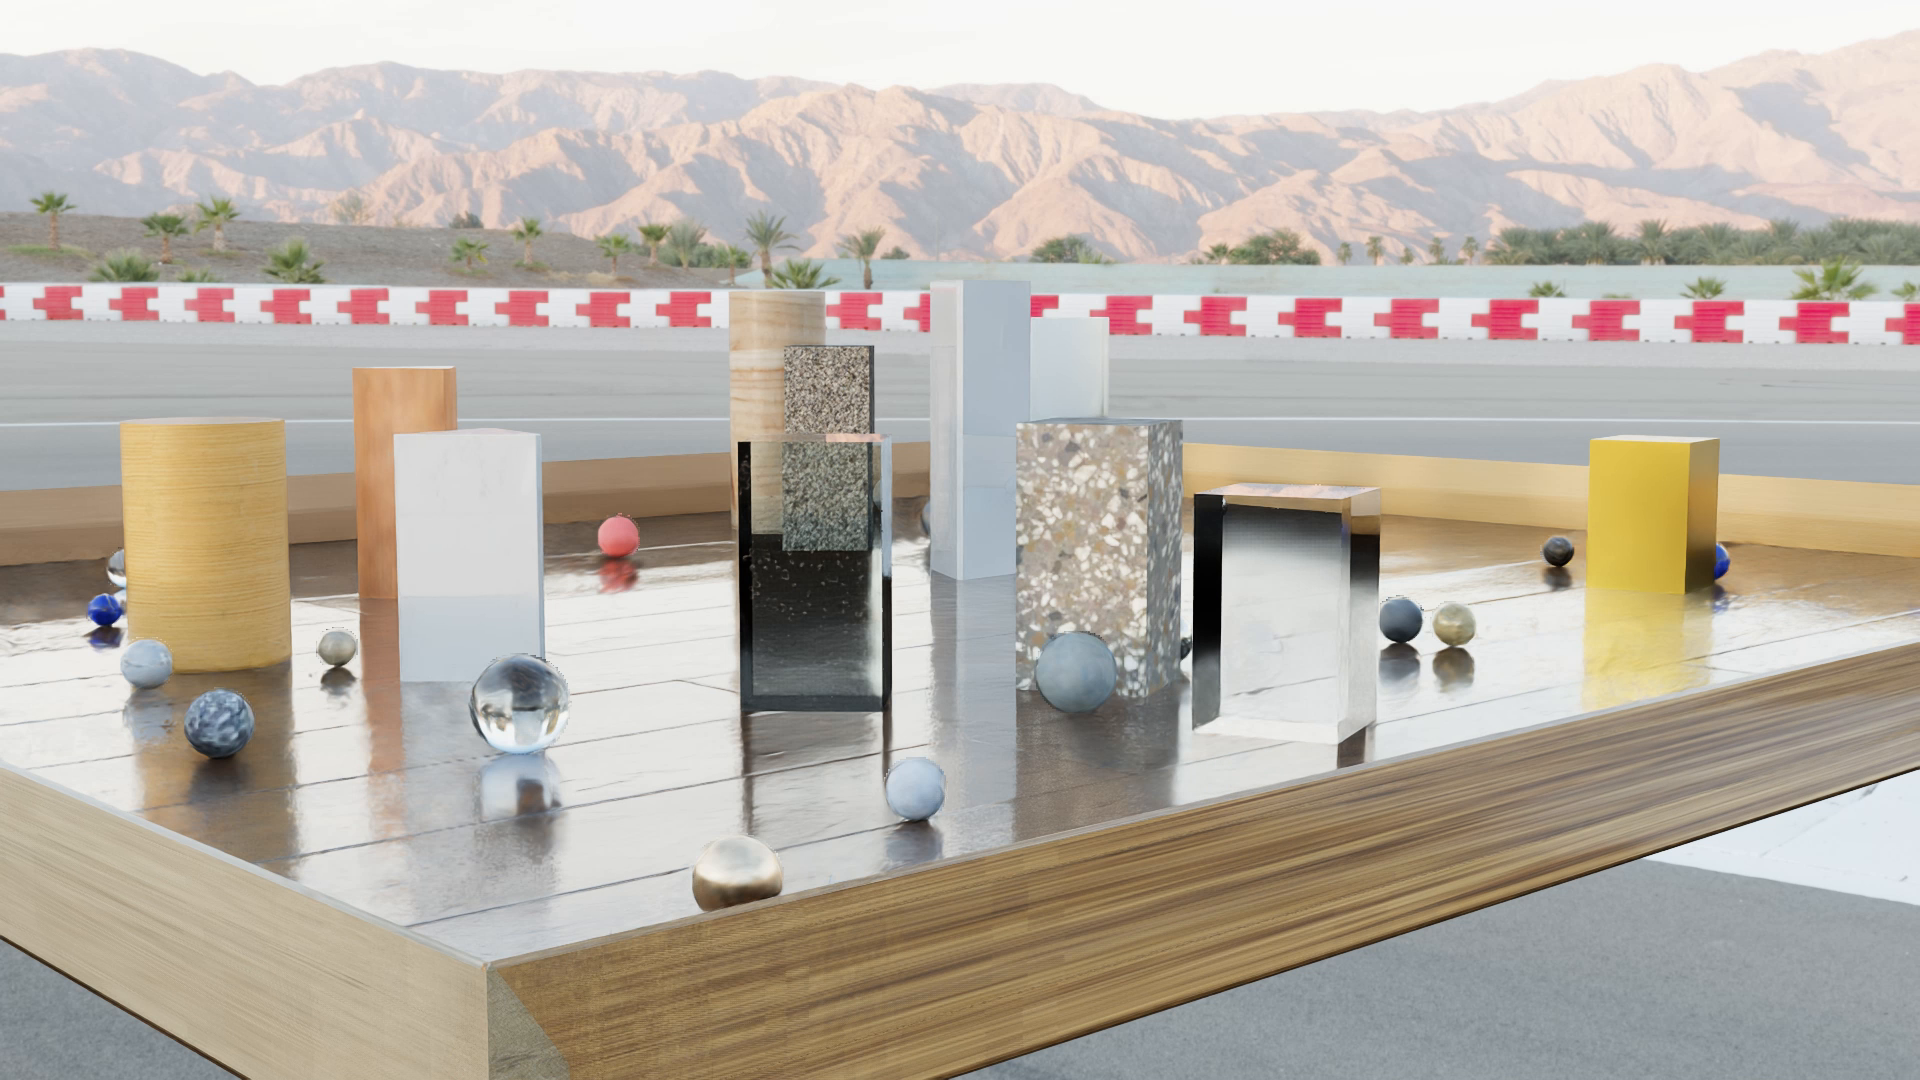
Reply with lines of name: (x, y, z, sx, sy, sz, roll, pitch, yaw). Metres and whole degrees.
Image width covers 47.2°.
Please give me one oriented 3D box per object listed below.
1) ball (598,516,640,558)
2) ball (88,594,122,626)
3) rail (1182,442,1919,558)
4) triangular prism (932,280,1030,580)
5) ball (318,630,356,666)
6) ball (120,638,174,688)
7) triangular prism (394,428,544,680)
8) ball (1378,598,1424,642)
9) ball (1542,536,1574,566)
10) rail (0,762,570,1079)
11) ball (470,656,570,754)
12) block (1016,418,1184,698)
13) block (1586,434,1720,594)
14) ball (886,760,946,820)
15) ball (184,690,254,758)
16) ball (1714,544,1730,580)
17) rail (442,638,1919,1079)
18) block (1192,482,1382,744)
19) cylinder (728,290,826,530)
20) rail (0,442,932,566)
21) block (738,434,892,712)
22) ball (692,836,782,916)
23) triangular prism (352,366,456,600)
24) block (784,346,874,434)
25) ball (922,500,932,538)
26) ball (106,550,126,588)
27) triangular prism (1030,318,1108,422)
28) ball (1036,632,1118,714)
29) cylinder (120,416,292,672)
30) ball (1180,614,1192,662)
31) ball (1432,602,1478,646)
ball: (-0.618, -0.006, 3.981, 0.075, 0.075, 0.075, 0, 6, 0)
ball: (-1.211, 0.099, 3.114, 0.045, 0.045, 0.045, 0, 6, 0)
rail: (1.241, -0.085, 4.471, 0.045, 0.129, 3.037, -5, 8, -42)
triangular prism: (0.006, -0.191, 3.734, 0.149, 0.495, 0.172, 6, 8, 44)
ball: (-0.782, 0.136, 2.760, 0.046, 0.046, 0.046, 0, 6, 0)
ball: (-0.960, 0.146, 2.597, 0.059, 0.059, 0.059, 0, 6, 0)
triangular prism: (-0.591, 0.014, 2.714, 0.172, 0.297, 0.149, 0, 6, -2)
ball: (0.592, 0.108, 2.955, 0.060, 0.060, 0.060, 0, 6, 0)
ball: (1.044, 0.020, 3.836, 0.053, 0.053, 0.053, 0, 6, 0)
rail: (-1.241, 0.152, 2.193, 0.045, 0.129, 3.037, -5, 8, -42)
ball: (-0.444, 0.166, 2.216, 0.099, 0.099, 0.099, 0, 6, 0)
block: (0.168, 0.015, 2.626, 0.159, 0.314, 0.159, 2, 6, 20)
block: (1.121, -0.044, 3.557, 0.159, 0.239, 0.159, 4, 7, 35)
ball: (-0.039, 0.219, 1.927, 0.053, 0.053, 0.053, 0, 6, 0)
ball: (-0.740, 0.184, 2.198, 0.067, 0.067, 0.067, 0, 6, 0)
ball: (1.240, 0.035, 3.638, 0.064, 0.064, 0.064, 0, 6, 0)
rail: (1.014, 0.147, 2.239, 3.424, 0.129, 0.045, -5, 8, -42)
block: (0.351, 0.073, 2.357, 0.159, 0.254, 0.159, 3, 7, 25)
cylinder: (-0.374, -0.268, 4.519, 0.198, 0.484, 0.198, 0, 6, 0)
rail: (-1.014, -0.080, 4.424, 3.424, 0.129, 0.045, -5, 8, -42)
block: (-0.163, 0.033, 2.513, 0.159, 0.301, 0.159, 0, 6, 2)
ball: (-0.161, 0.247, 1.594, 0.066, 0.066, 0.066, 0, 6, 0)
triangular prism: (-0.832, -0.093, 3.453, 0.172, 0.357, 0.149, 2, 6, 20)
block: (-0.247, -0.182, 4.205, 0.159, 0.378, 0.159, 0, 6, 1)
ball: (-0.031, -0.041, 4.254, 0.088, 0.088, 0.088, 0, 6, 0)
ball: (-1.341, 0.046, 3.542, 0.062, 0.062, 0.062, 0, 6, 0)
triangular prism: (0.251, -0.223, 4.341, 0.172, 0.432, 0.149, 4, 7, 35)
ball: (0.130, 0.147, 2.438, 0.090, 0.090, 0.090, 0, 6, 0)
cylinder: (-0.957, 0.001, 2.796, 0.198, 0.306, 0.198, 0, 6, 0)
ball: (0.261, 0.124, 2.768, 0.069, 0.069, 0.069, 0, 6, 0)
ball: (0.658, 0.113, 2.925, 0.058, 0.058, 0.058, 0, 6, 0)
